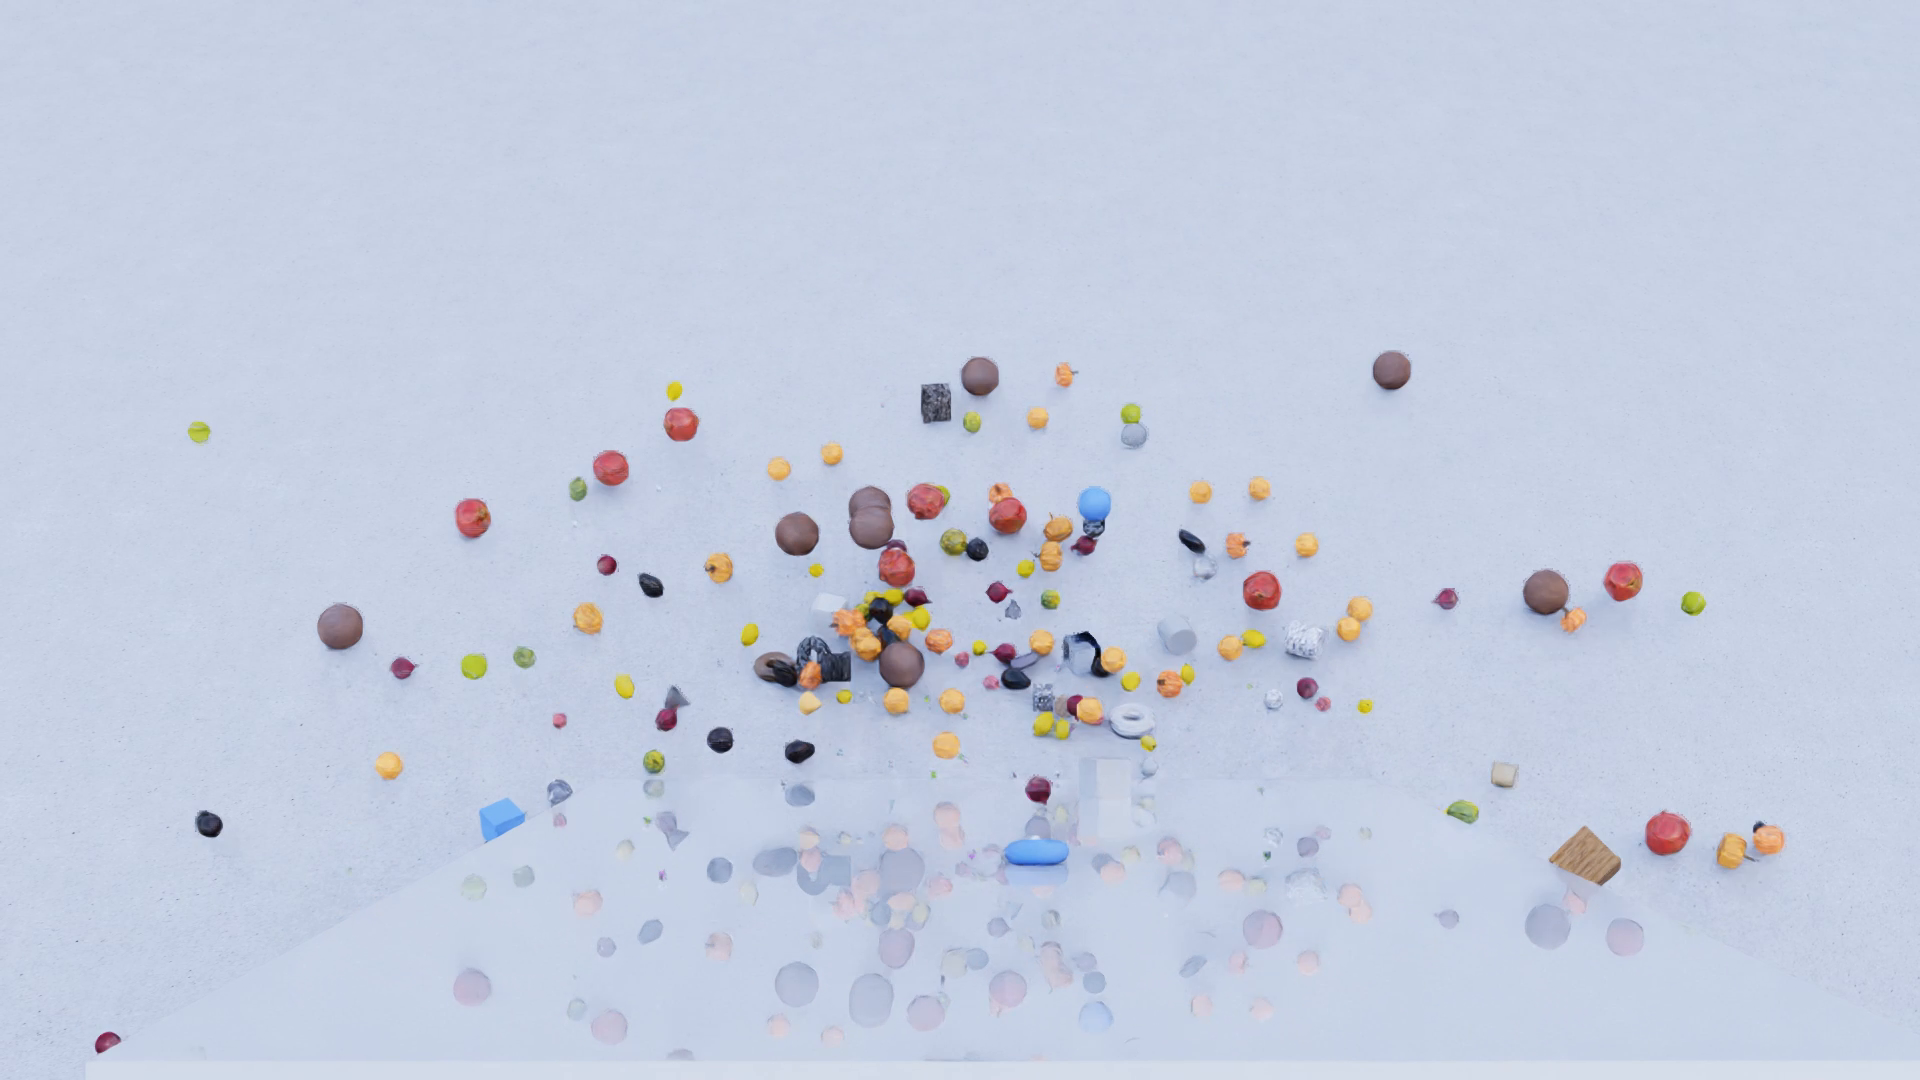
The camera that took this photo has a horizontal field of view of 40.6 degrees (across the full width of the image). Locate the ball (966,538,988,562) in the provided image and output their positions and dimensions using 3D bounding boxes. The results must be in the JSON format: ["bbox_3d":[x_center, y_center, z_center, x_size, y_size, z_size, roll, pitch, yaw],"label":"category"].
[{"bbox_3d":[0.051,0.029,7.759,0.068,0.068,0.068,0,33,0],"label":"ball"}]

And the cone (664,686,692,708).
[{"bbox_3d":[-0.771,0.444,7.148,0.067,0.067,0.067,21,30,-15],"label":"cone"}]

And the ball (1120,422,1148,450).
[{"bbox_3d":[0.558,-0.334,8.305,0.086,0.086,0.086,0,33,0],"label":"ball"}]

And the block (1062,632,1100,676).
[{"bbox_3d":[0.342,0.319,7.298,0.079,0.079,0.079,-13,35,-19],"label":"block"}]

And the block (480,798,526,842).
[{"bbox_3d":[-1.173,0.730,6.656,0.084,0.084,0.084,-23,39,-31],"label":"block"}]

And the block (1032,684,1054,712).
[{"bbox_3d":[0.229,0.435,7.141,0.054,0.054,0.054,-1,33,-2],"label":"block"}]

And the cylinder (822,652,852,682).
[{"bbox_3d":[-0.340,0.351,7.142,0.080,0.080,0.080,-2,33,-2],"label":"cylinder"}]

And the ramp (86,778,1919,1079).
[{"bbox_3d":[0.073,0.637,4.746,2.000,0.100,4.000,0,-1,0],"label":"ramp"}]

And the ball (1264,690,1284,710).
[{"bbox_3d":[0.862,0.440,7.130,0.057,0.057,0.057,0,33,0],"label":"ball"}]

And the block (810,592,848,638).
[{"bbox_3d":[-0.376,0.216,7.451,0.086,0.086,0.086,10,34,15],"label":"block"}]

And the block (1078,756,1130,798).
[{"bbox_3d":[0.346,0.566,6.193,0.092,0.092,0.092,0,-1,-25],"label":"block"}]

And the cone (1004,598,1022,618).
[{"bbox_3d":[0.155,0.191,7.519,0.055,0.055,0.055,0,33,0],"label":"cone"}]

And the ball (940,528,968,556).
[{"bbox_3d":[-0.019,0.007,7.778,0.084,0.084,0.084,0,33,0],"label":"ball"}]

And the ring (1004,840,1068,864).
[{"bbox_3d":[0.139,0.568,4.716,0.116,0.039,0.116,-1,-1,0],"label":"ring"}]

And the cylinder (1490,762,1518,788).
[{"bbox_3d":[1.434,0.620,6.838,0.059,0.059,0.059,11,34,20],"label":"cylinder"}]

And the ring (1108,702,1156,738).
[{"bbox_3d":[0.470,0.491,7.065,0.131,0.044,0.131,1,32,-1],"label":"ring"}]

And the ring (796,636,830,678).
[{"bbox_3d":[-0.410,0.327,7.260,0.116,0.116,0.039,24,18,32],"label":"ring"}]

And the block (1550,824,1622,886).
[{"bbox_3d":[1.138,0.589,4.723,0.090,0.090,0.090,-43,68,-2],"label":"block"}]

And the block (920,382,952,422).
[{"bbox_3d":[-0.079,-0.448,8.477,0.092,0.092,0.092,-4,33,-7],"label":"block"}]

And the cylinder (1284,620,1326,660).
[{"bbox_3d":[0.977,0.283,7.334,0.094,0.094,0.094,16,36,18],"label":"cylinder"}]

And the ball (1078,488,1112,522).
[{"bbox_3d":[0.387,-0.101,7.447,0.097,0.097,0.097,0,33,0],"label":"ball"}]

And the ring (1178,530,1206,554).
[{"bbox_3d":[0.695,0.007,7.767,0.033,0.098,0.098,-52,48,-4],"label":"ring"}]

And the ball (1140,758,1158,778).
[{"bbox_3d":[0.499,0.601,6.846,0.051,0.051,0.051,0,33,0],"label":"ball"}]

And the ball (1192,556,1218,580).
[{"bbox_3d":[0.724,0.083,7.668,0.075,0.075,0.075,0,33,0],"label":"ball"}]

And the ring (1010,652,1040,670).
[{"bbox_3d":[0.182,0.340,7.284,0.086,0.029,0.086,-21,3,1],"label":"ring"}]

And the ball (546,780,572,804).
[{"bbox_3d":[-1.049,0.659,6.781,0.067,0.067,0.067,0,33,0],"label":"ball"}]

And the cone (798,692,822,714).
[{"bbox_3d":[-0.393,0.445,7.038,0.063,0.063,0.063,1,25,44],"label":"cone"}]

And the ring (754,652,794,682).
[{"bbox_3d":[-0.521,0.356,7.279,0.116,0.039,0.116,1,34,0],"label":"ring"}]

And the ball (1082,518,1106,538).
[{"bbox_3d":[0.401,-0.042,7.765,0.070,0.070,0.070,0,33,0],"label":"ball"}]

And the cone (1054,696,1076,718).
[{"bbox_3d":[0.287,0.454,7.137,0.061,0.061,0.061,-2,6,-2],"label":"cone"}]
